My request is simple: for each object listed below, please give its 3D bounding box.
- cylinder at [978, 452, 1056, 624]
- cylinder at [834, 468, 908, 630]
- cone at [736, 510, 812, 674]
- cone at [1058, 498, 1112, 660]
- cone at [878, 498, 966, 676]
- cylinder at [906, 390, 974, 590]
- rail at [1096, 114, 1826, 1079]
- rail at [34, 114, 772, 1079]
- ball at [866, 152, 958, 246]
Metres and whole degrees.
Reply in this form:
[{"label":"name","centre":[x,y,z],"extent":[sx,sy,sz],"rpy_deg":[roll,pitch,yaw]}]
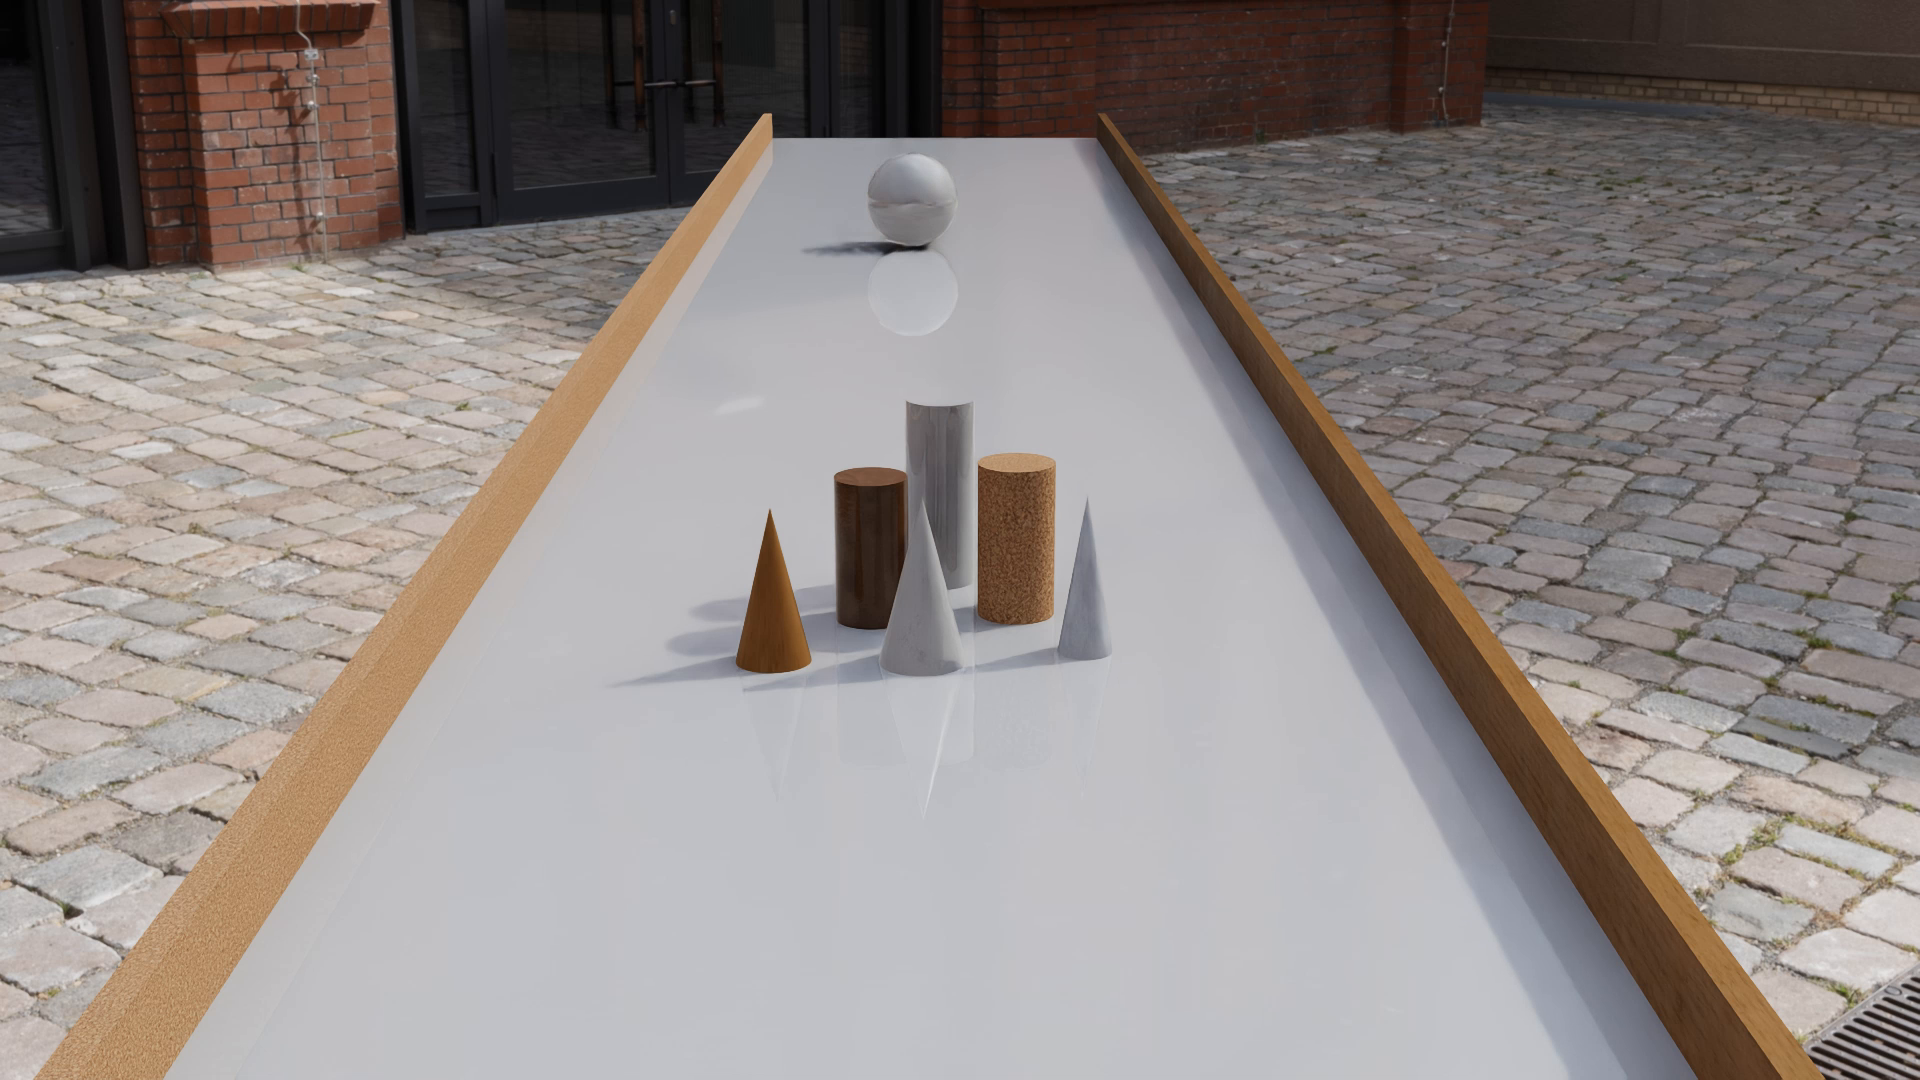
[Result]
[{"label":"cylinder","centre":[0.119,-0.004,4.658],"extent":[0.164,0.331,0.164],"rpy_deg":[0,17,0]},{"label":"cylinder","centre":[-0.186,0.016,4.626],"extent":[0.155,0.311,0.155],"rpy_deg":[0,17,0]},{"label":"cone","centre":[-0.374,0.088,4.369],"extent":[0.152,0.320,0.152],"rpy_deg":[0,17,0]},{"label":"cone","centre":[0.254,0.068,4.421],"extent":[0.111,0.328,0.111],"rpy_deg":[0,17,0]},{"label":"cone","centre":[-0.075,0.077,4.360],"extent":[0.177,0.346,0.177],"rpy_deg":[0,17,0]},{"label":"cylinder","centre":[-0.044,-0.111,4.869],"extent":[0.153,0.416,0.153],"rpy_deg":[0,17,0]},{"label":"rail","centre":[0.932,-0.844,7.801],"extent":[0.050,0.150,12.000],"rpy_deg":[0,17,-1]},{"label":"rail","centre":[-1.118,-0.838,7.780],"extent":[0.050,0.150,12.000],"rpy_deg":[0,17,-1]},{"label":"ball","centre":[-0.205,-1.463,9.450],"extent":[0.396,0.396,0.396],"rpy_deg":[0,17,0]}]
